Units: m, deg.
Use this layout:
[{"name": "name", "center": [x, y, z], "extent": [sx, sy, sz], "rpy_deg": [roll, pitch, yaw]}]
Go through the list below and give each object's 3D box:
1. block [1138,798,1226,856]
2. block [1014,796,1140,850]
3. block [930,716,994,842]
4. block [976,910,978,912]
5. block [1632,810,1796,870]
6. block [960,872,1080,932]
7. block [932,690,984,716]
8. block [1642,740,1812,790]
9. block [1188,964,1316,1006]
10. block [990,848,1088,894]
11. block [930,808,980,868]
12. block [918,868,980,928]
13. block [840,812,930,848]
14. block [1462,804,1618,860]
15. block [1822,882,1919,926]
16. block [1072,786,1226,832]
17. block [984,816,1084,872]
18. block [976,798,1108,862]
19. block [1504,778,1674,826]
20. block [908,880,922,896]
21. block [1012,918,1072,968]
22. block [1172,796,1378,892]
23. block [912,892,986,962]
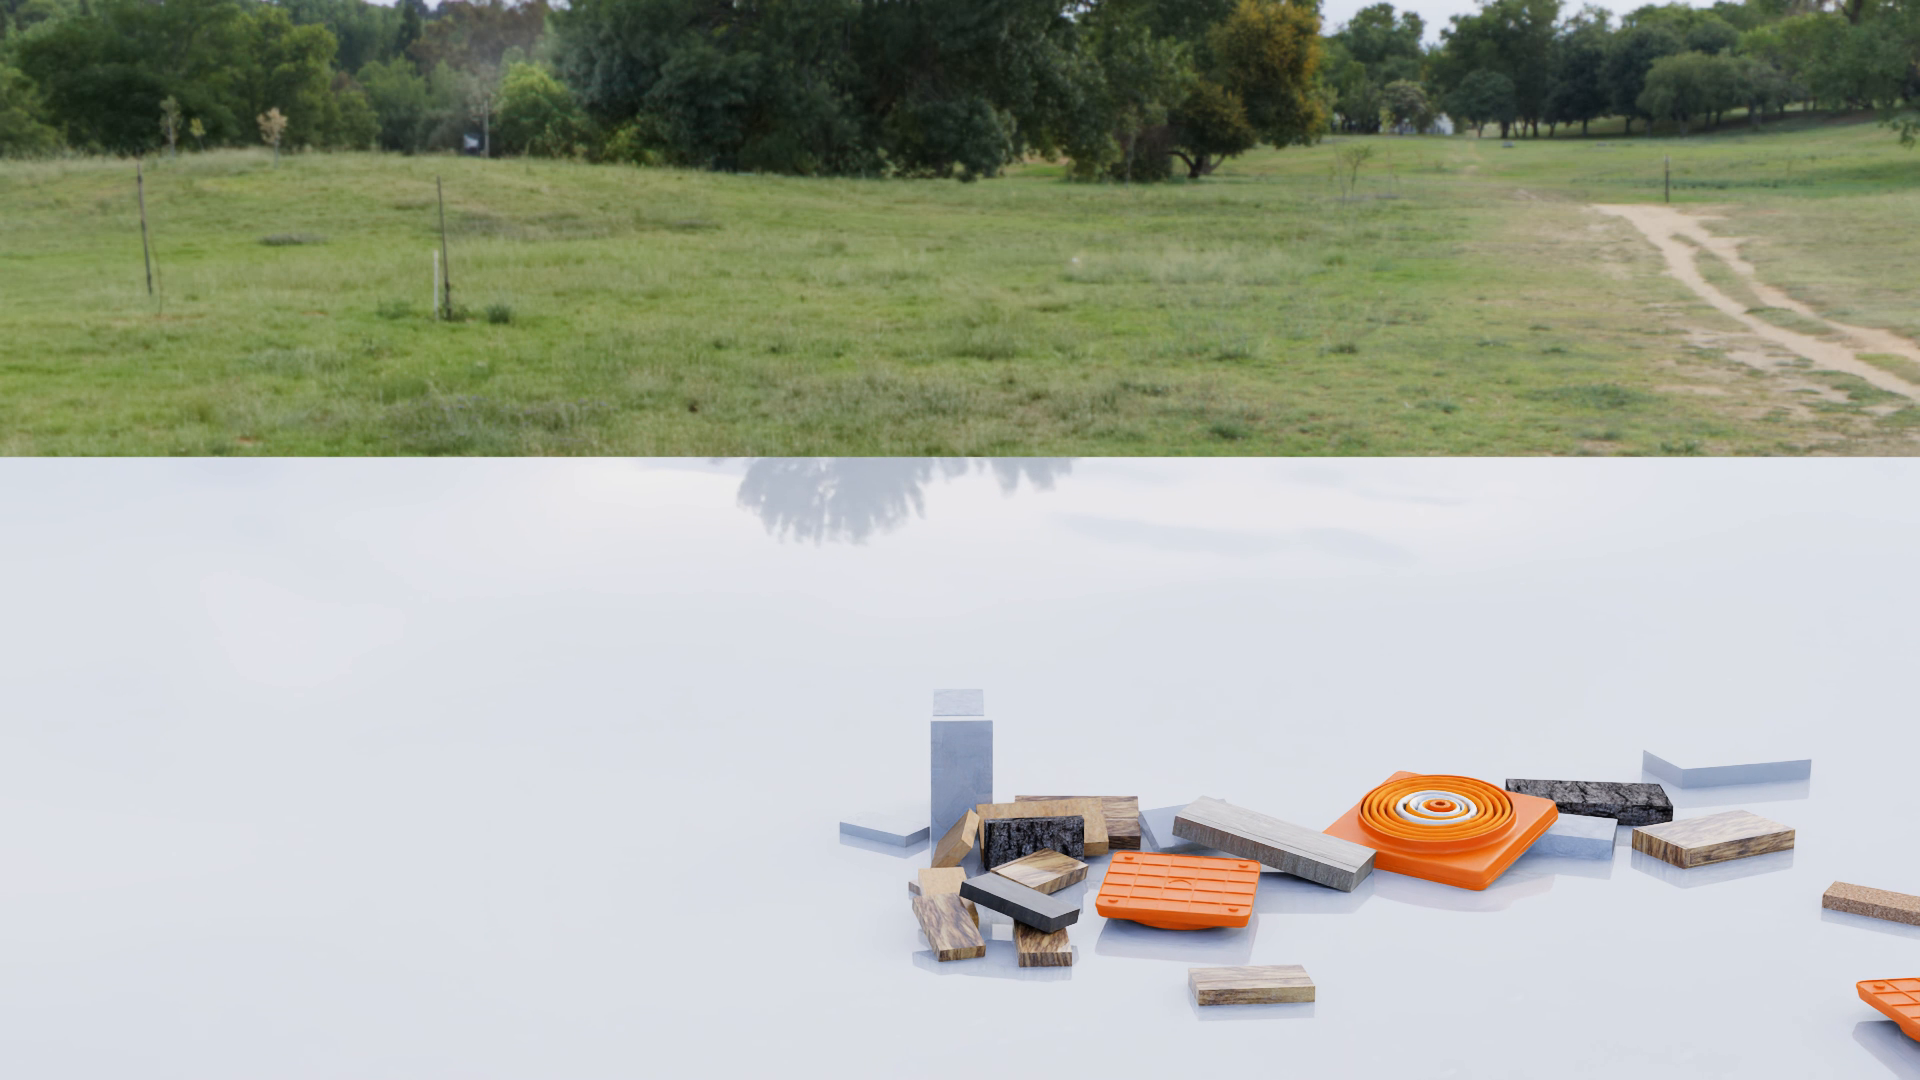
[{"name": "block", "center": [0.410, 0.510, 3.908], "extent": [0.171, 0.024, 0.085], "rpy_deg": [-5, 45, -23]}, {"name": "block", "center": [0.209, 0.505, 3.934], "extent": [0.222, 0.031, 0.111], "rpy_deg": [0, 32, 1]}, {"name": "block", "center": [0.003, 0.427, 3.938], "extent": [0.111, 0.222, 0.031], "rpy_deg": [0, 11, -2]}, {"name": "block", "center": [-0.012, 0.587, 3.576], "extent": [0.055, 0.016, 0.111], "rpy_deg": [-3, 23, -16]}, {"name": "block", "center": [1.335, 0.529, 3.897], "extent": [0.257, 0.036, 0.128], "rpy_deg": [-5, 12, -25]}, {"name": "block", "center": [0.094, 0.574, 3.487], "extent": [0.172, 0.024, 0.086], "rpy_deg": [17, 12, 31]}, {"name": "block", "center": [-0.003, 0.312, 4.072], "extent": [0.093, 0.026, 0.186], "rpy_deg": [0, 11, 0]}, {"name": "block", "center": [1.515, 0.443, 4.349], "extent": [0.284, 0.040, 0.142], "rpy_deg": [-3, 11, -14]}, {"name": "block", "center": [0.429, 0.656, 3.245], "extent": [0.172, 0.024, 0.086], "rpy_deg": [-1, 11, -5]}, {"name": "block", "center": [0.133, 0.561, 3.695], "extent": [0.086, 0.024, 0.172], "rpy_deg": [19, 16, 33]}, {"name": "block", "center": [-0.009, 0.526, 3.792], "extent": [0.024, 0.085, 0.171], "rpy_deg": [41, 11, -3]}, {"name": "block", "center": [-0.020, 0.578, 3.546], "extent": [0.074, 0.021, 0.148], "rpy_deg": [-1, 25, -11]}, {"name": "block", "center": [-0.136, 0.523, 3.973], "extent": [0.149, 0.021, 0.074], "rpy_deg": [7, 13, 35]}, {"name": "block", "center": [1.038, 0.522, 3.935], "extent": [0.256, 0.036, 0.128], "rpy_deg": [4, 11, 20]}, {"name": "block", "center": [1.501, 0.593, 3.588], "extent": [0.161, 0.023, 0.081], "rpy_deg": [7, 13, 35]}, {"name": "block", "center": [0.346, 0.498, 4.055], "extent": [0.283, 0.040, 0.142], "rpy_deg": [1, 11, 6]}, {"name": "block", "center": [0.128, 0.523, 3.795], "extent": [0.171, 0.085, 0.024], "rpy_deg": [-1, 11, -7]}, {"name": "block", "center": [0.144, 0.509, 3.870], "extent": [0.222, 0.031, 0.111], "rpy_deg": [-3, 37, -3]}, {"name": "block", "center": [1.170, 0.489, 4.101], "extent": [0.284, 0.040, 0.142], "rpy_deg": [1, 11, 7]}, {"name": "block", "center": [-0.033, 0.585, 3.654], "extent": [0.055, 0.016, 0.111], "rpy_deg": [-7, 13, -33]}, {"name": "block", "center": [0.127, 0.624, 3.425], "extent": [0.081, 0.023, 0.161], "rpy_deg": [0, 11, -2]}, {"name": "block", "center": [0.541, 0.521, 3.791], "extent": [0.325, 0.036, 0.128], "rpy_deg": [15, 17, 25]}, {"name": "block", "center": [-0.018, 0.604, 3.437], "extent": [0.074, 0.021, 0.148], "rpy_deg": [-3, 25, -18]}]
